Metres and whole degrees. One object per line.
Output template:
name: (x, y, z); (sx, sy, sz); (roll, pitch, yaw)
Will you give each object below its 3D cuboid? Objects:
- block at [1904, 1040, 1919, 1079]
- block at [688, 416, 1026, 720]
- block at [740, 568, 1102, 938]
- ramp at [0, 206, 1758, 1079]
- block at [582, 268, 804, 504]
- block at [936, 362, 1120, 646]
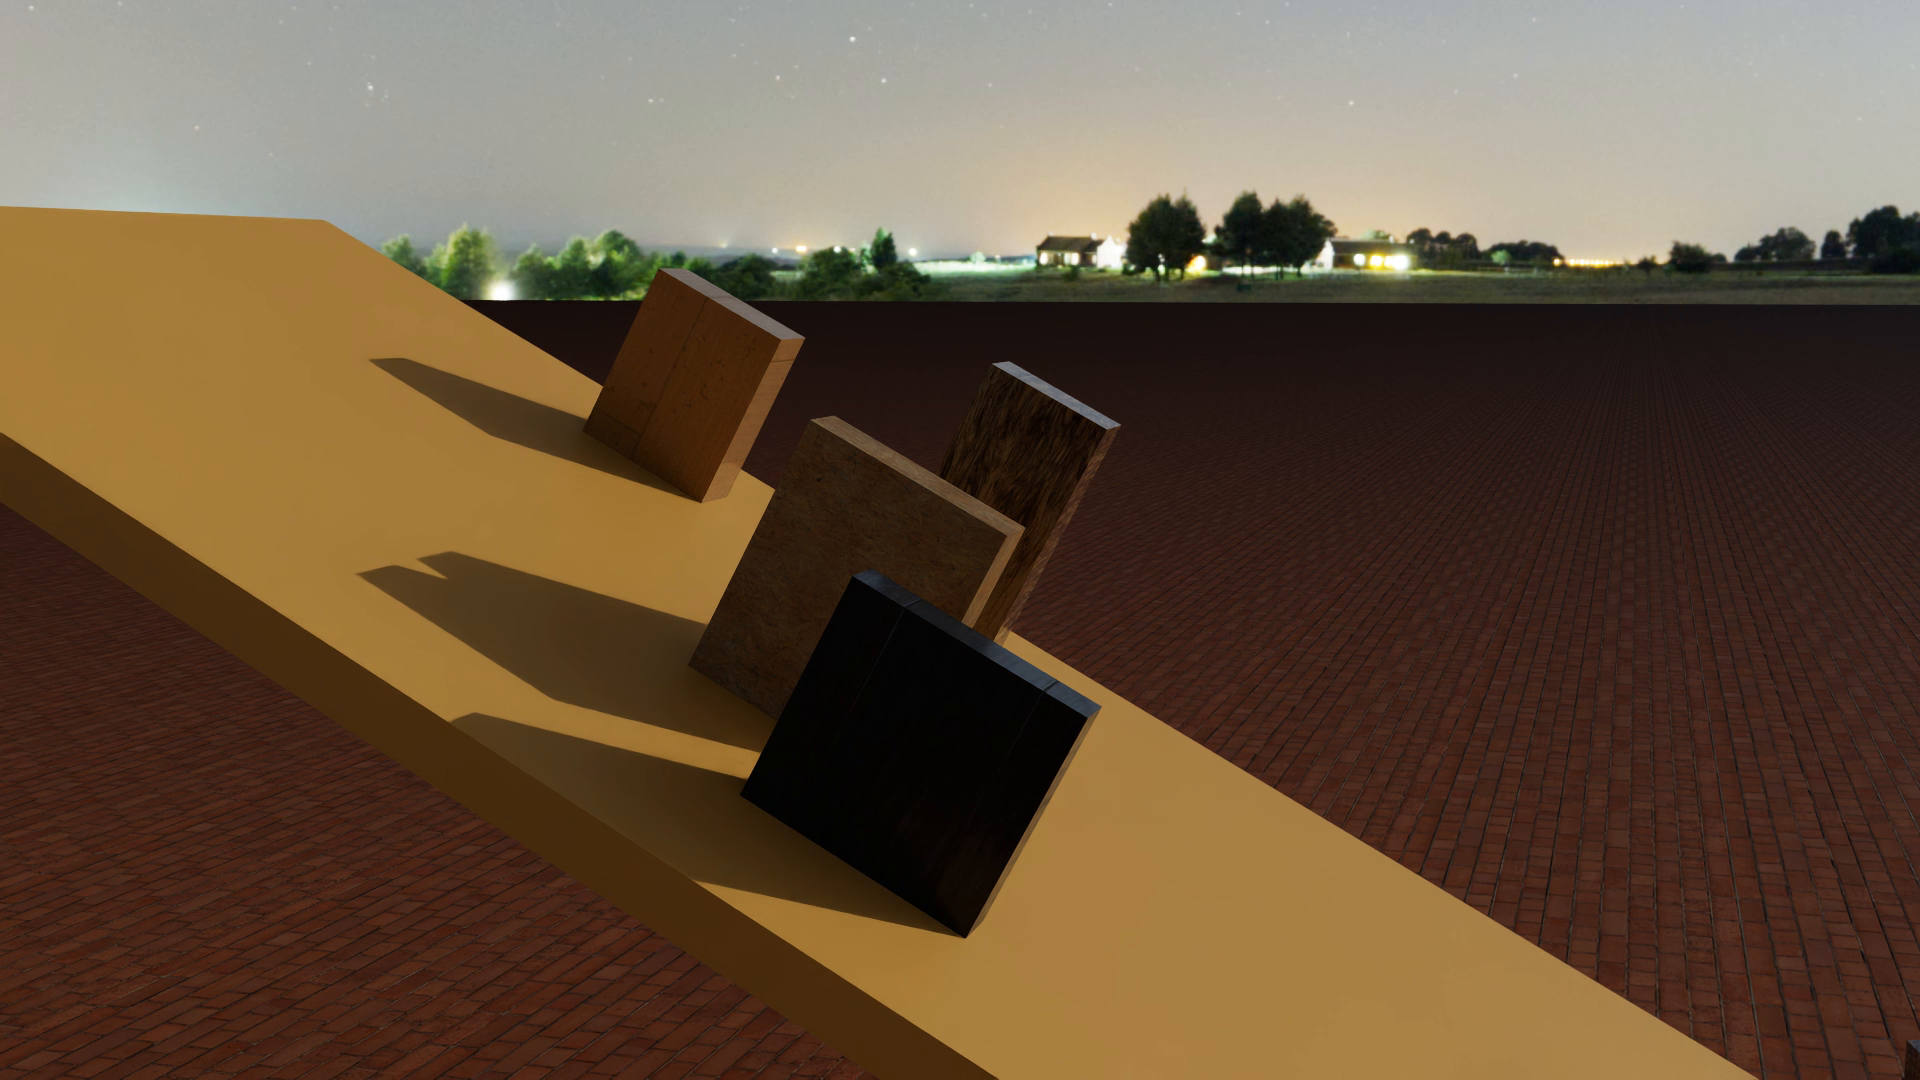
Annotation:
block: (2.140, 1.191, 4.673); (0.194, 0.194, 0.194); (1, 7, 4)
block: (-0.185, 0.101, 3.869); (0.401, 0.501, 0.119); (31, 14, 12)
block: (-0.066, 0.333, 3.459); (0.427, 0.410, 0.091); (31, 14, 12)
ramp: (-0.215, 0.357, 4.144); (4.000, 0.100, 2.000); (31, 14, 12)
block: (-0.592, -0.345, 4.882); (0.324, 0.408, 0.143); (31, 14, 12)
block: (0.026, 0.023, 4.164); (0.247, 0.682, 0.117); (31, 14, 12)
